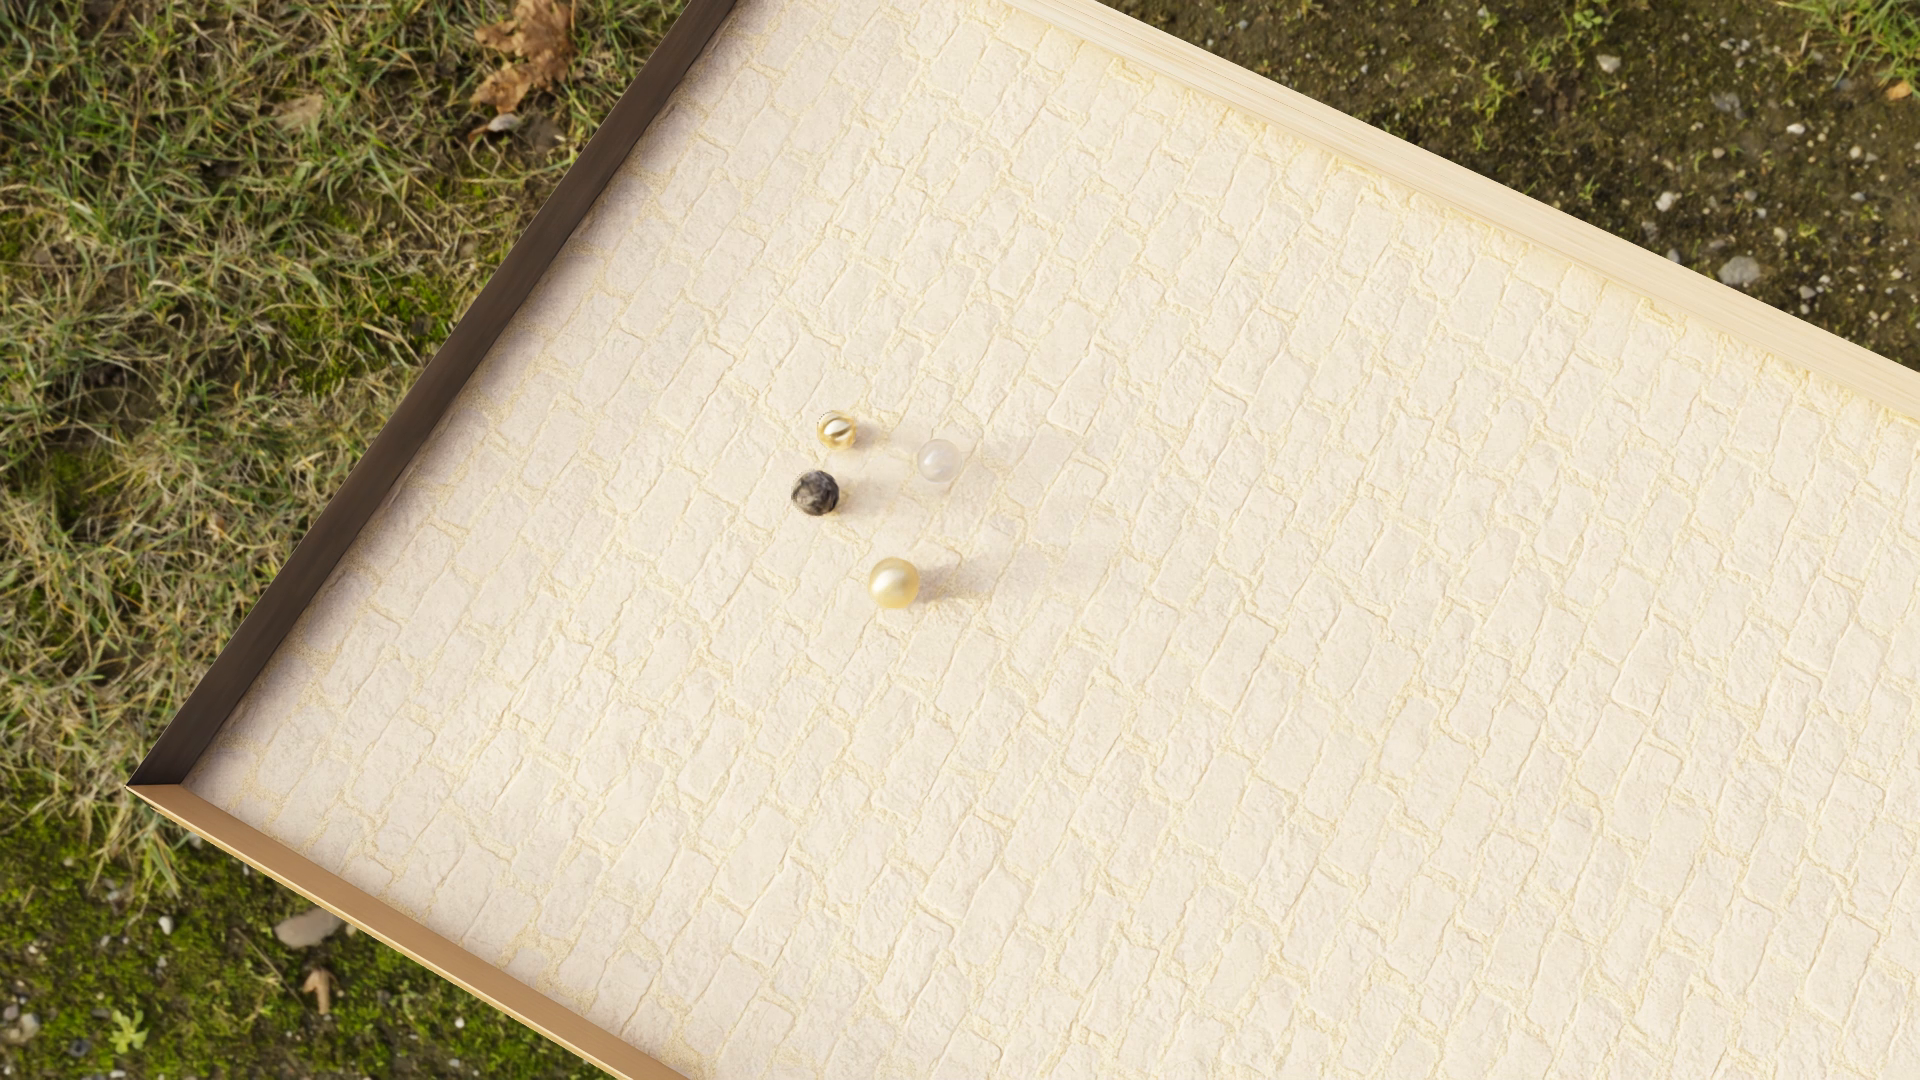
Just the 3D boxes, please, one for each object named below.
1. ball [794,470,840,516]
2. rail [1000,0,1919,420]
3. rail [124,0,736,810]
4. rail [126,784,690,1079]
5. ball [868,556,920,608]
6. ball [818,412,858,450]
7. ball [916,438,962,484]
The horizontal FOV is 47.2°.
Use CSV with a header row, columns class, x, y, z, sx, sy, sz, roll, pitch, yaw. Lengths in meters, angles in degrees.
class,x,y,z,sx,sy,sz,roll,pitch,yaw
ball,-0.231,-0.075,3.530,0.073,0.073,0.073,0,67,0
rail,1.233,-0.382,3.638,3.536,0.107,0.045,27,70,11
rail,-0.753,-0.391,3.641,0.045,0.107,1.948,27,70,11
rail,0.315,1.156,3.000,3.536,0.107,0.045,27,70,11
ball,-0.103,0.067,3.466,0.082,0.082,0.082,0,67,0
ball,-0.198,-0.178,3.578,0.063,0.063,0.063,0,67,0
ball,-0.033,-0.127,3.552,0.073,0.073,0.073,0,67,0
